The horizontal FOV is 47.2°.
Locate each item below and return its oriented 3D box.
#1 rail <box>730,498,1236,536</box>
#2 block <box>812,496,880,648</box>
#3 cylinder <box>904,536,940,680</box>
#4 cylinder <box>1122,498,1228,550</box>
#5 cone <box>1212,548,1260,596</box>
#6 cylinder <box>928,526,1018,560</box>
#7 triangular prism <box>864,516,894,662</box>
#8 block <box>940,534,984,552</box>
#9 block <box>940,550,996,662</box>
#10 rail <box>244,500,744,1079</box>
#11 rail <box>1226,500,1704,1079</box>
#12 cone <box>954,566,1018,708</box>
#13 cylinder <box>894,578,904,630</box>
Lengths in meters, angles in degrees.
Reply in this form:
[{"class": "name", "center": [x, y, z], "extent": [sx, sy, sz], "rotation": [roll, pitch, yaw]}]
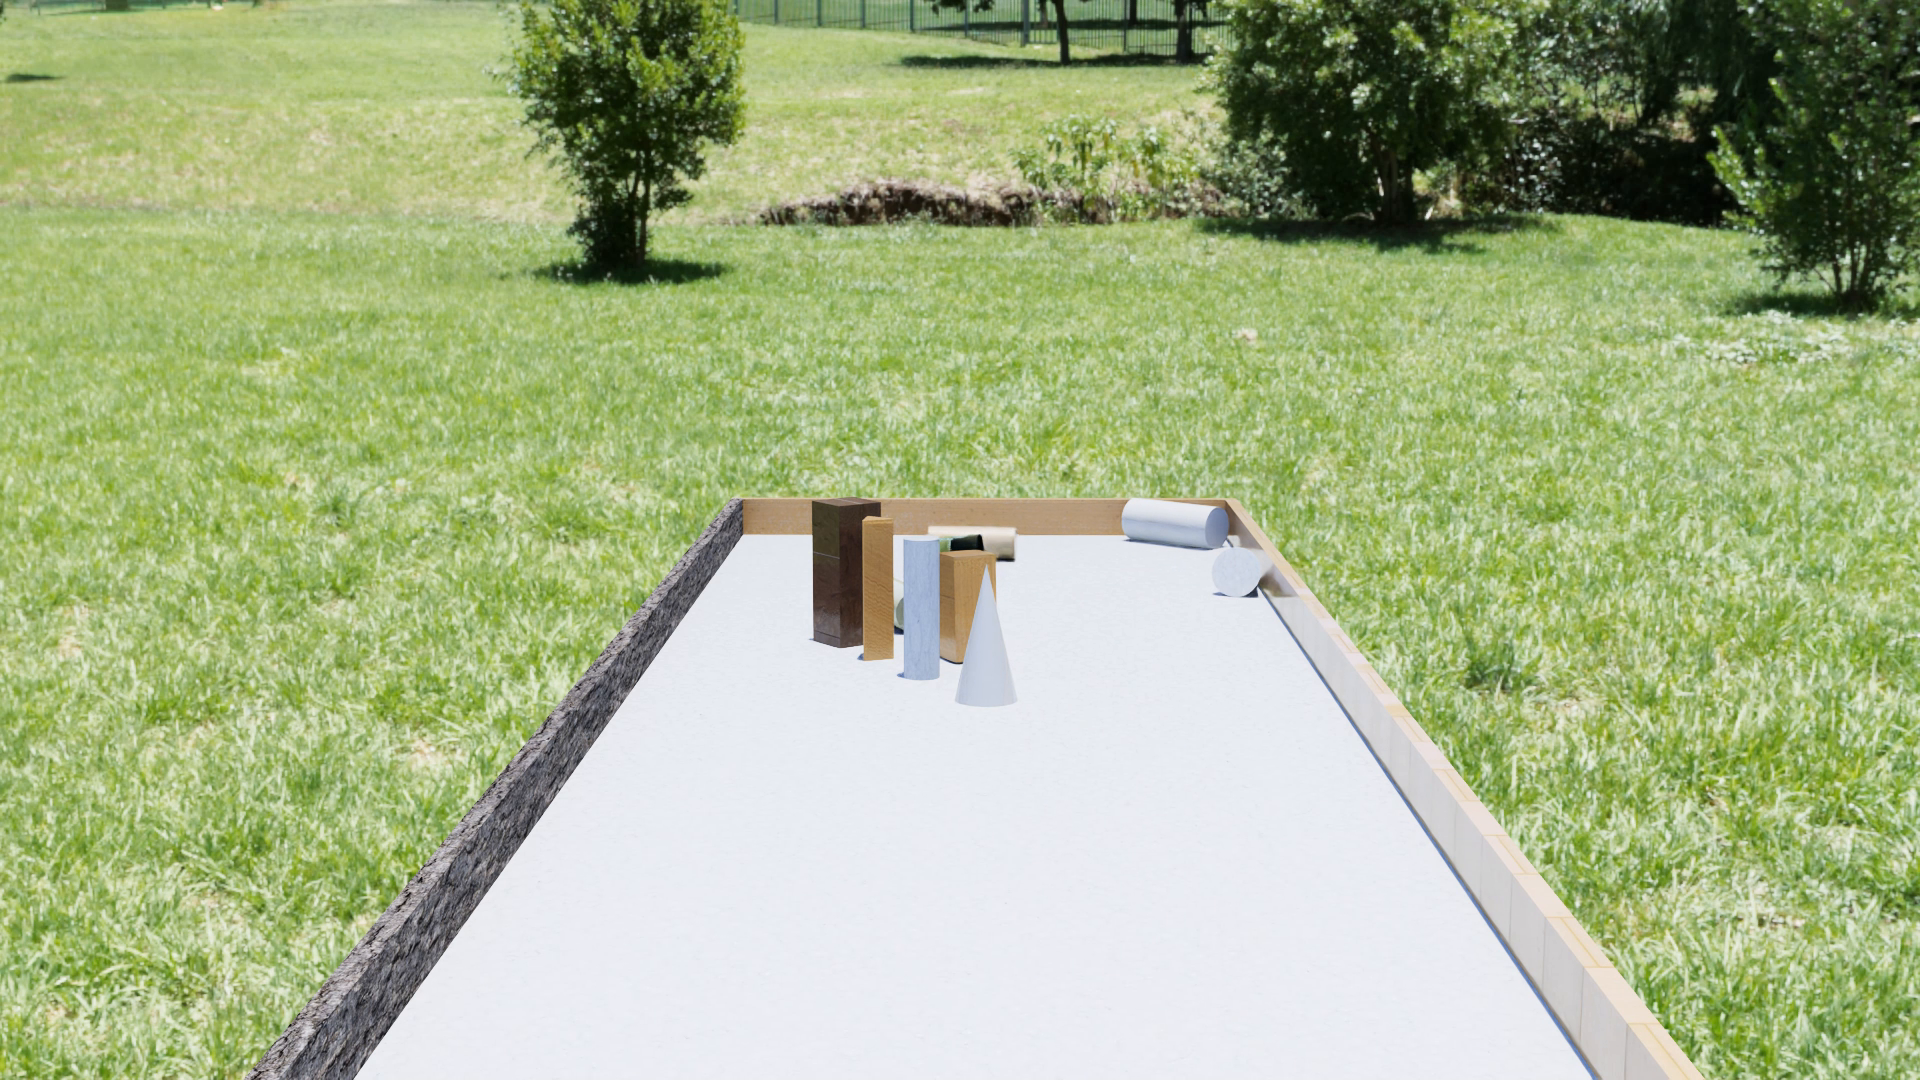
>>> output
[{"class": "rail", "center": [0.099, -0.098, 9.147], "extent": [2.100, 0.150, 0.050], "rotation": [0, 9, 1]}, {"class": "block", "center": [-0.357, 0.101, 6.940], "extent": [0.156, 0.449, 0.156], "rotation": [-7, 11, -36]}, {"class": "cylinder", "center": [-0.112, 0.198, 6.438], "extent": [0.107, 0.414, 0.107], "rotation": [0, 9, 0]}, {"class": "cylinder", "center": [0.870, -0.068, 8.899], "extent": [0.410, 0.170, 0.170], "rotation": [8, 12, 40]}, {"class": "cone", "center": [1.028, 0.134, 7.892], "extent": [0.177, 0.177, 0.311], "rotation": [4, -6, 21]}, {"class": "cylinder", "center": [0.049, 0.012, 8.532], "extent": [0.338, 0.126, 0.126], "rotation": [1, 9, 6]}, {"class": "triangular prism", "center": [-0.264, 0.146, 6.707], "extent": [0.098, 0.432, 0.085], "rotation": [-4, 10, -23]}, {"class": "block", "center": [-0.026, 0.157, 6.905], "extent": [0.165, 0.325, 0.165], "rotation": [-5, 4, 41]}, {"class": "block", "center": [0.020, 0.200, 6.702], "extent": [0.138, 0.321, 0.138], "rotation": [-4, 7, -23]}, {"class": "rail", "center": [-1.004, 0.839, 3.234], "extent": [0.050, 0.150, 12.000], "rotation": [0, 9, 1]}, {"class": "rail", "center": [1.046, 0.843, 3.208], "extent": [0.050, 0.150, 12.000], "rotation": [0, 9, 1]}, {"class": "cone", "center": [0.074, 0.257, 6.147], "extent": [0.179, 0.389, 0.179], "rotation": [0, 9, 0]}, {"class": "cylinder", "center": [-0.200, 0.209, 7.237], "extent": [0.142, 0.142, 0.328], "rotation": [-4, 10, -21]}]
